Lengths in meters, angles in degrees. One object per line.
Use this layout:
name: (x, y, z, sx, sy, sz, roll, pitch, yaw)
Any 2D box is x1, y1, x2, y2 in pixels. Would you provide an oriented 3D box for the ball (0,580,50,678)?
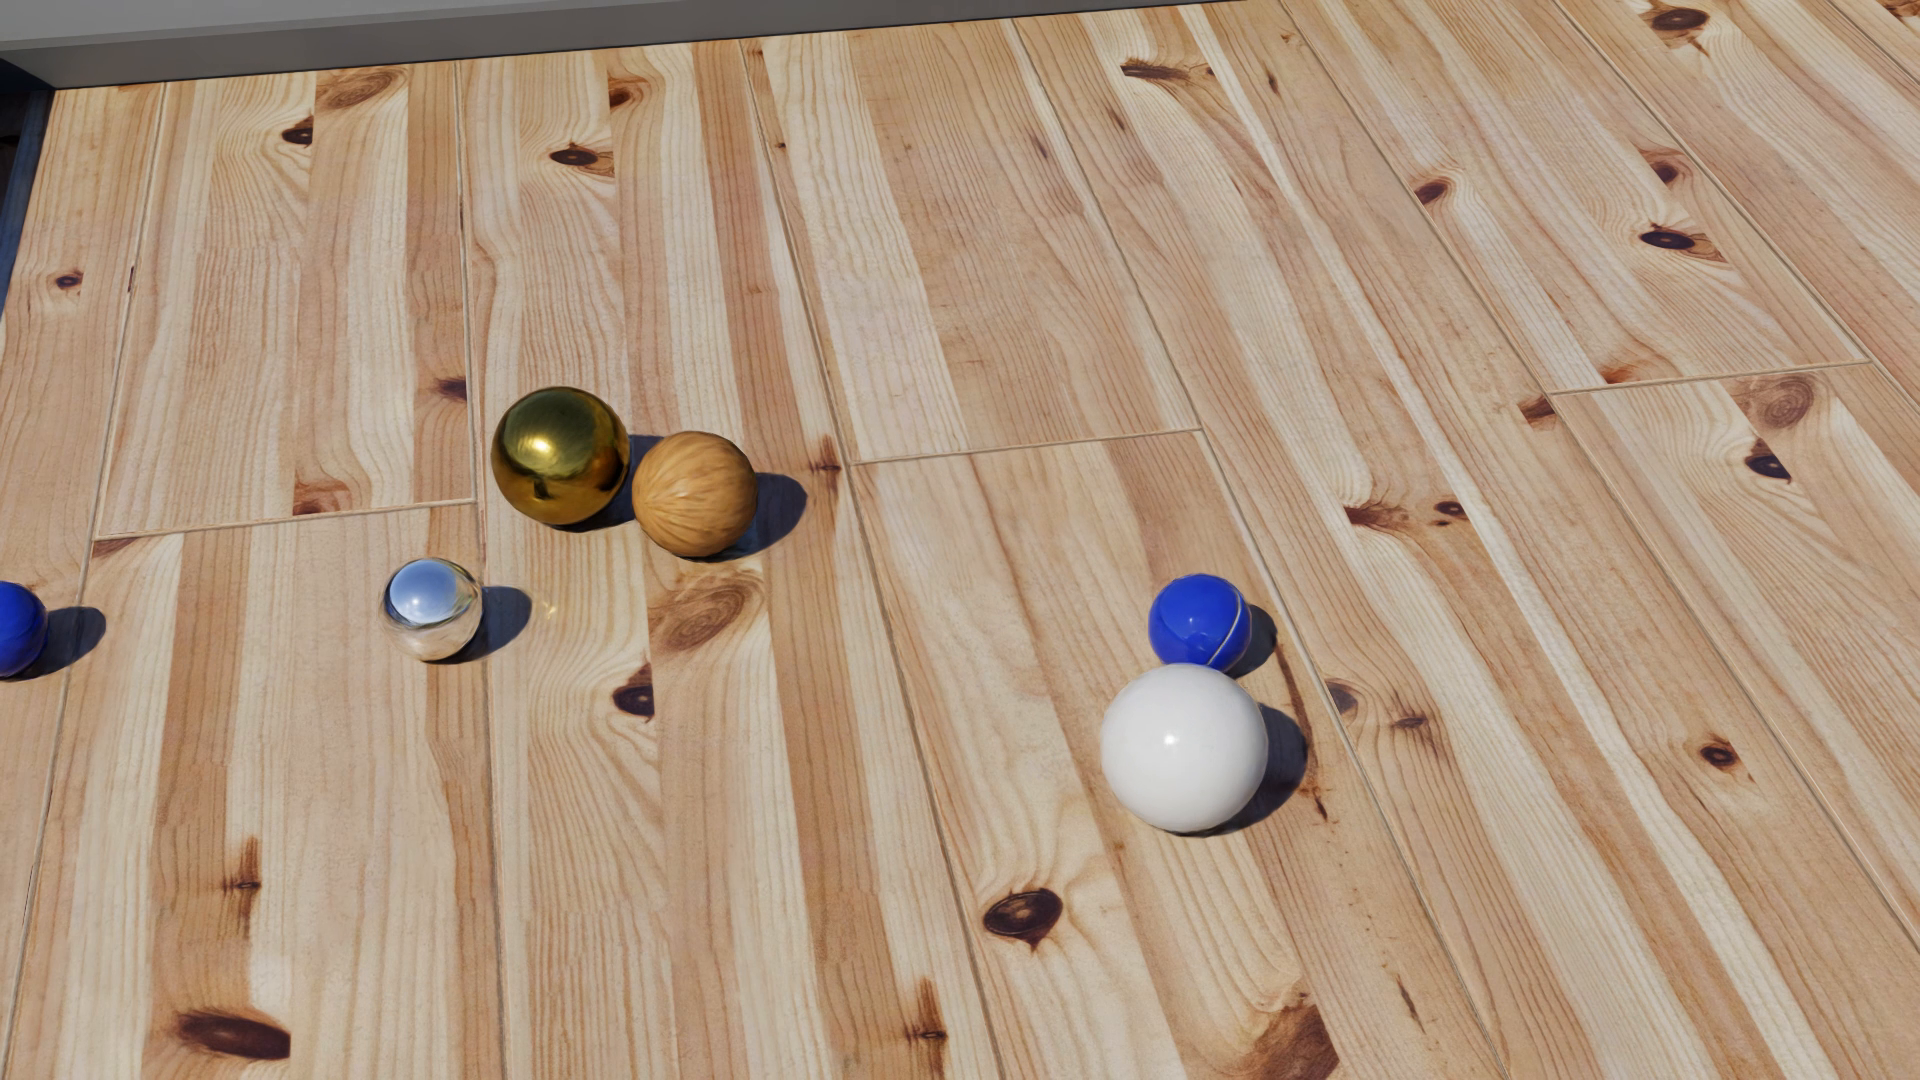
ball: (-0.583, 0.054, 1.555, 0.059, 0.059, 0.059, 0, 36, 0)

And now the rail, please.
rail: (0.576, -0.571, 2.363, 2.933, 0.123, 0.045, -6, 36, -8)

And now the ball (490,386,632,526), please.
ball: (-0.261, -0.055, 1.678, 0.091, 0.091, 0.091, 0, 36, 0)

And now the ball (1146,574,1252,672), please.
ball: (0.145, 0.052, 1.553, 0.064, 0.064, 0.064, 0, 36, 0)

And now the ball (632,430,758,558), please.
ball: (-0.171, -0.030, 1.651, 0.082, 0.082, 0.082, 0, 36, 0)

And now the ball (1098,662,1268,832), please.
ball: (0.125, 0.116, 1.438, 0.095, 0.095, 0.095, 0, 36, 0)

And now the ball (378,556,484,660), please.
ball: (-0.323, 0.042, 1.567, 0.064, 0.064, 0.064, 0, 36, 0)
